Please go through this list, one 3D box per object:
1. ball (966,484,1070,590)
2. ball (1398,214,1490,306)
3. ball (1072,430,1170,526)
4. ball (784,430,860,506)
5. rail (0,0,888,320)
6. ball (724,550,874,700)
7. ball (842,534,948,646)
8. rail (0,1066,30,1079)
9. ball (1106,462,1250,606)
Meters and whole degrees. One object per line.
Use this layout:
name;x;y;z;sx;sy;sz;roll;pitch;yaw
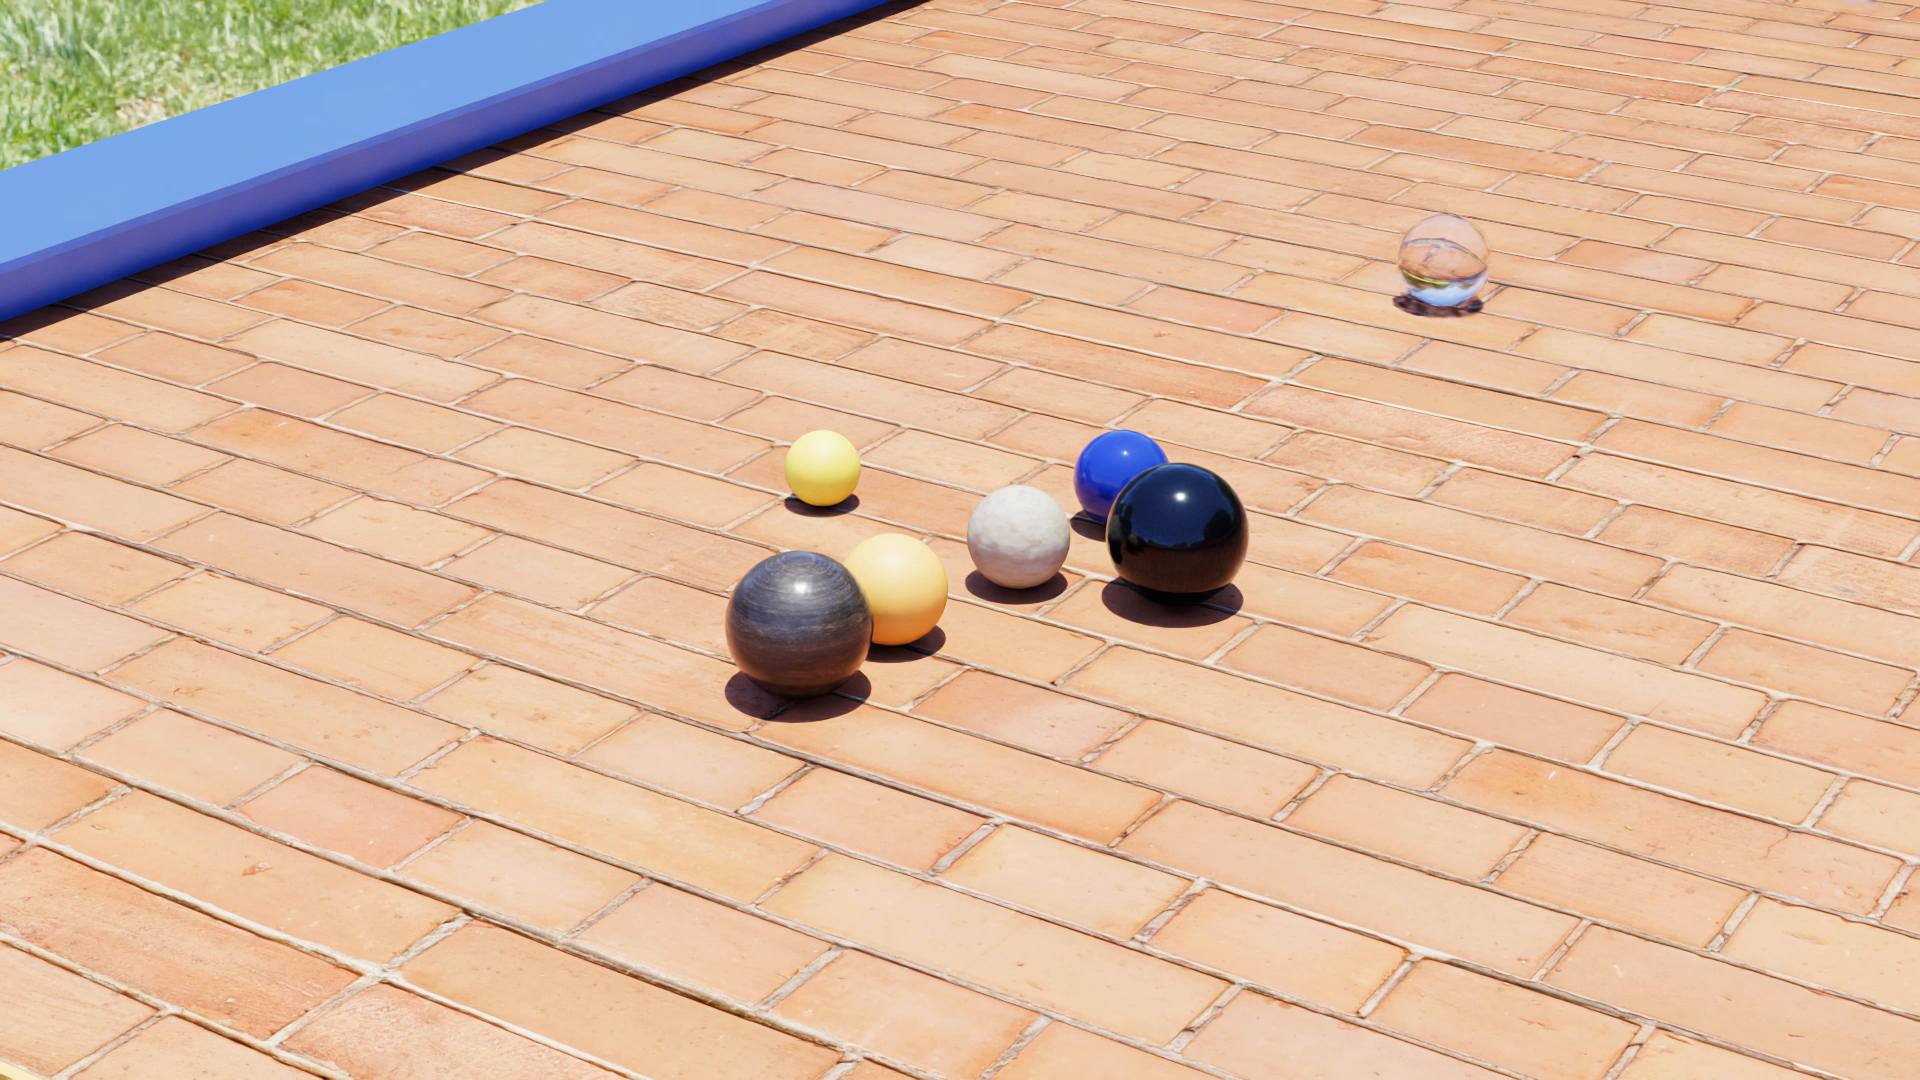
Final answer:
ball;0.038;-0.002;1.907;0.068;0.068;0.068;0;24;0
ball;0.396;-0.229;2.406;0.075;0.075;0.075;0;24;0
ball;0.110;-0.041;1.995;0.068;0.068;0.068;0;24;0
ball;-0.095;-0.049;2.032;0.053;0.053;0.053;0;24;0
rail;-0.323;-0.503;2.964;0.045;0.120;3.271;15;28;30
ball;-0.096;0.051;1.762;0.089;0.089;0.089;0;24;0
ball;-0.042;0.031;1.830;0.070;0.070;0.070;0;24;0
rail;-0.430;0.250;1.276;1.869;0.120;0.045;15;28;30
ball;0.139;-0.004;1.881;0.092;0.092;0.092;0;24;0
